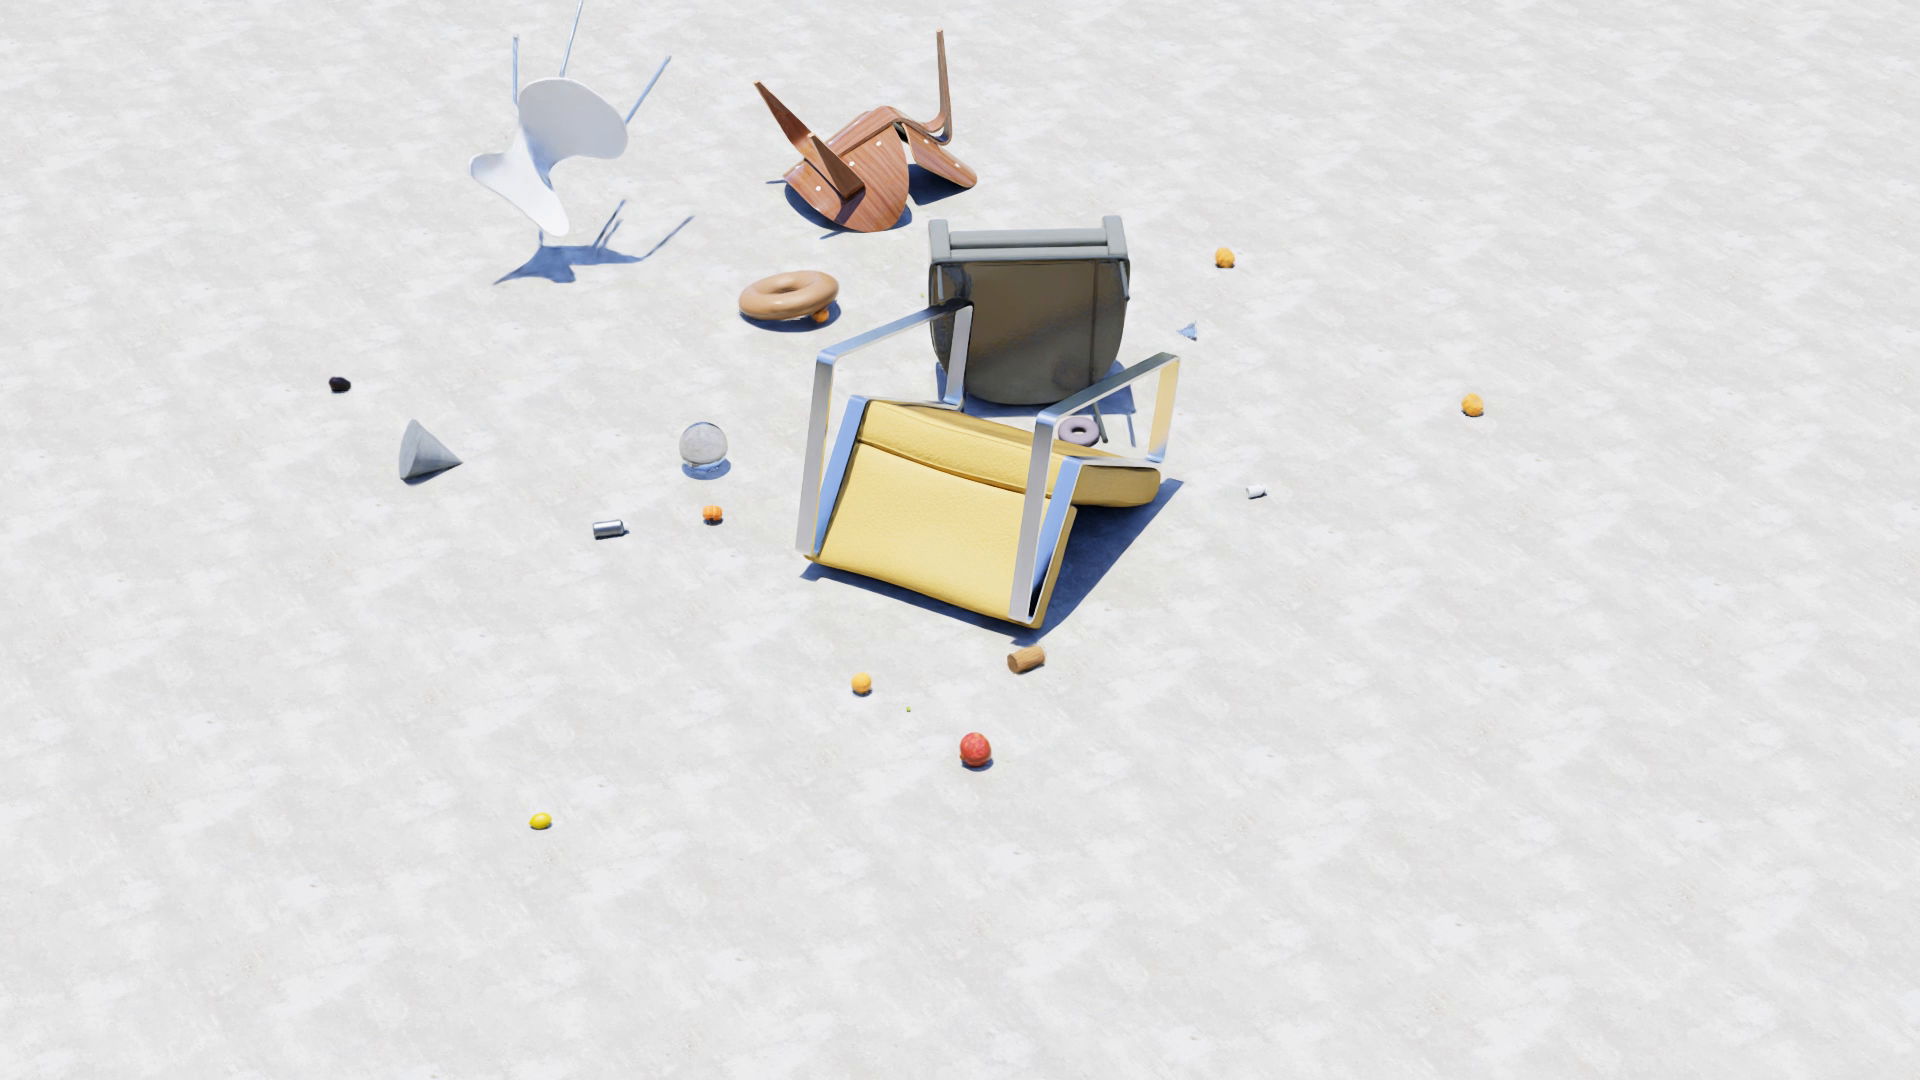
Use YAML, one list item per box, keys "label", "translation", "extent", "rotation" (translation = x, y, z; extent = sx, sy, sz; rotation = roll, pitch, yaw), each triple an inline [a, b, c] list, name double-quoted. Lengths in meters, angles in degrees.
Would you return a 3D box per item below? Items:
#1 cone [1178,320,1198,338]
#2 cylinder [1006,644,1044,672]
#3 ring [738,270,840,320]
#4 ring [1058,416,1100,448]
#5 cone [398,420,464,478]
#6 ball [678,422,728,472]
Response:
- label: "cone"
  translation: [0.947, -0.874, 12.249]
  extent: [0.087, 0.050, 0.128]
  rotation: [-9, 35, 16]
- label: "cylinder"
  translation: [0.230, 0.414, 10.253]
  extent: [0.112, 0.068, 0.074]
  rotation: [-20, 9, -27]
- label: "ring"
  translation: [-0.723, -1.034, 12.365]
  extent: [0.441, 0.105, 0.373]
  rotation: [-5, 27, 15]
- label: "ring"
  translation: [0.468, -0.426, 11.554]
  extent: [0.165, 0.042, 0.200]
  rotation: [0, 34, 1]
- label: "cone"
  translation: [-2.027, -0.326, 11.350]
  extent: [0.228, 0.213, 0.255]
  rotation: [14, 38, -26]
- label: "ball"
  translation: [-0.990, -0.361, 11.317]
  extent: [0.193, 0.193, 0.193]
  rotation: [0, 33, 0]
